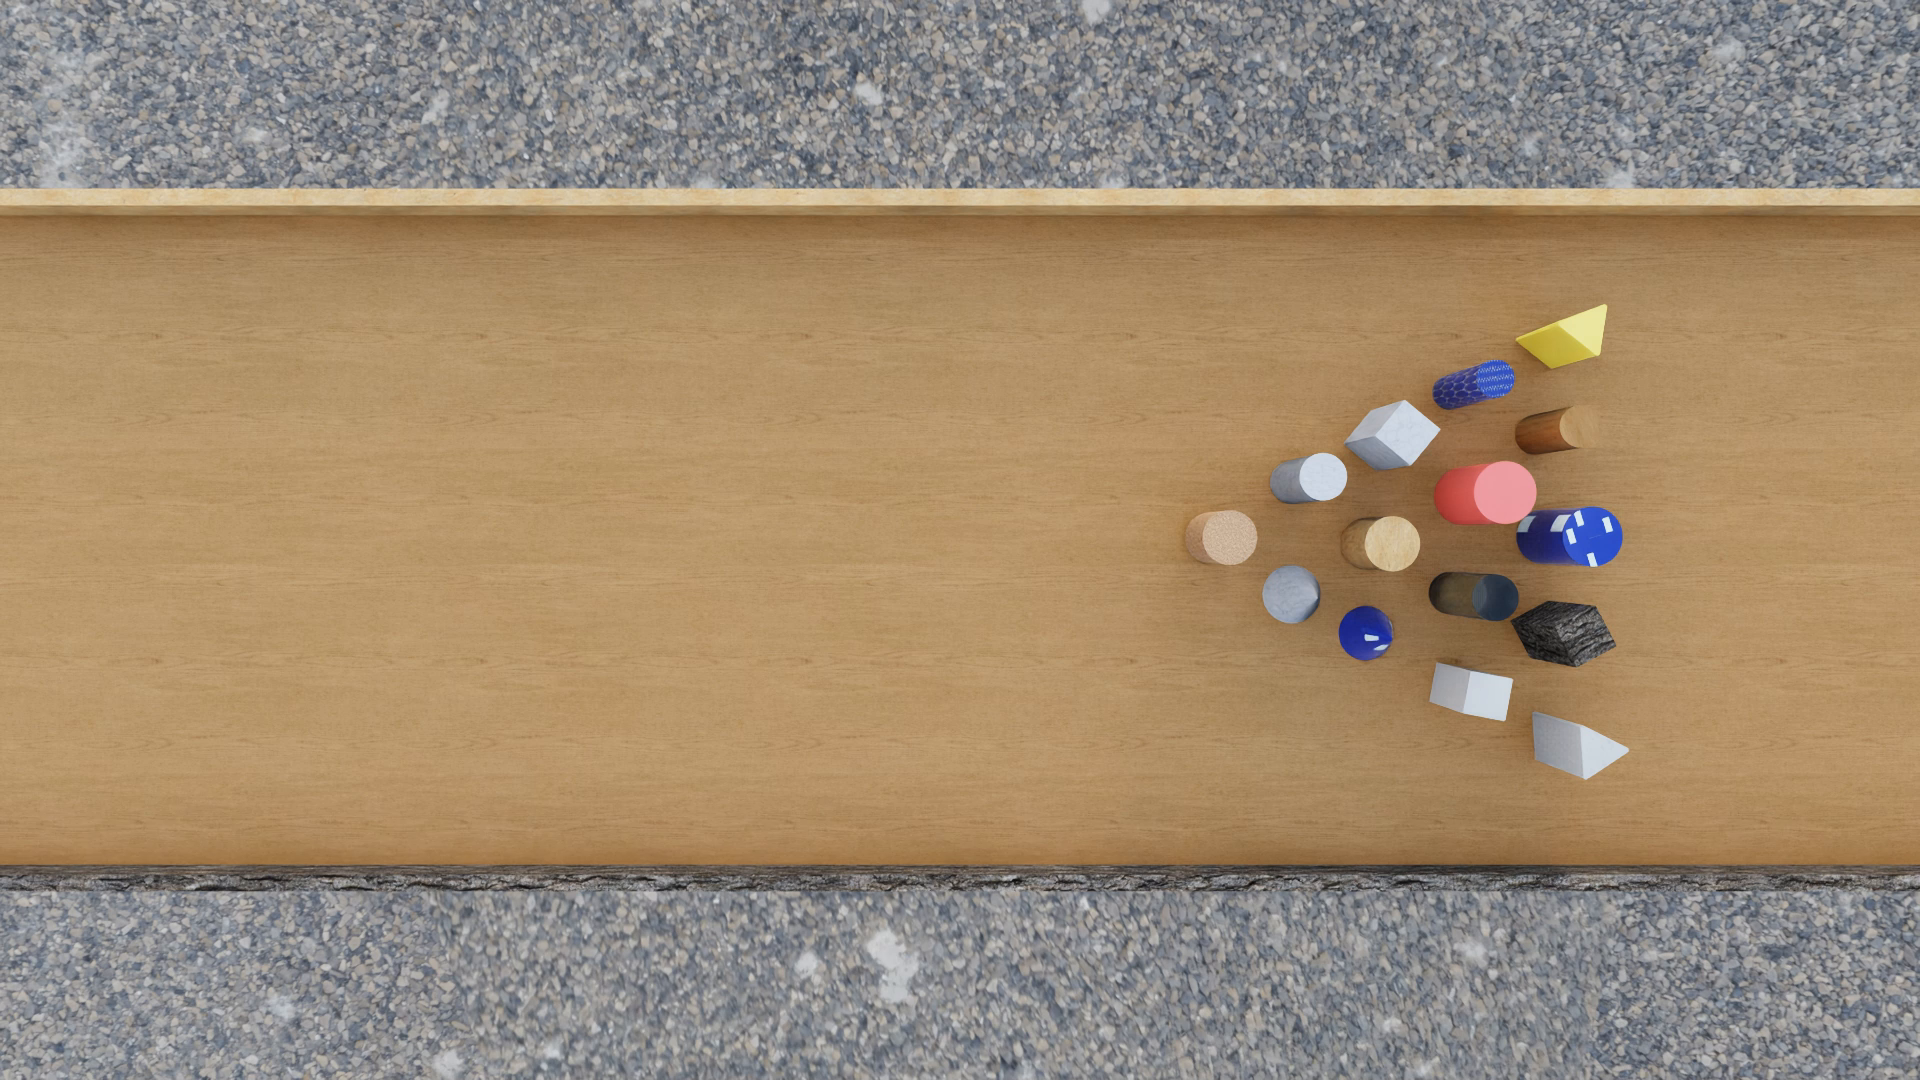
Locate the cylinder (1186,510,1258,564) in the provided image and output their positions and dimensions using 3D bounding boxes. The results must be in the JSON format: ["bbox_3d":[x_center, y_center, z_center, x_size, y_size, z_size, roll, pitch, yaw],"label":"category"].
[{"bbox_3d":[0.771,-0.007,4.892,0.157,0.369,0.157,0,90,0],"label":"cylinder"}]

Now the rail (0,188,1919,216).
[{"bbox_3d":[-2.247,-1.025,5.002,12.000,0.150,0.050,0,90,0],"label":"rail"}]

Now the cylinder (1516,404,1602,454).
[{"bbox_3d":[1.770,-0.324,4.888,0.123,0.377,0.123,0,90,0],"label":"cylinder"}]

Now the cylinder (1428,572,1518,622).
[{"bbox_3d":[1.509,0.163,4.862,0.133,0.429,0.133,0,90,0],"label":"cylinder"}]

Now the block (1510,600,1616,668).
[{"bbox_3d":[1.782,0.275,4.885,0.131,0.382,0.131,-28,90,0],"label":"block"}]

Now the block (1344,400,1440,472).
[{"bbox_3d":[1.273,-0.305,4.882,0.133,0.389,0.133,40,90,0],"label":"block"}]

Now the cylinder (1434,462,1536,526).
[{"bbox_3d":[1.548,-0.135,4.880,0.178,0.393,0.178,0,90,0],"label":"cylinder"}]

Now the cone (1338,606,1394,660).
[{"bbox_3d":[1.250,0.287,4.919,0.168,0.316,0.168,0,90,0],"label":"cone"}]

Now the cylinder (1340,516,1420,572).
[{"bbox_3d":[1.251,0.011,4.923,0.160,0.307,0.160,0,90,0],"label":"cylinder"}]

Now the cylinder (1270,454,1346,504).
[{"bbox_3d":[1.021,-0.178,4.856,0.134,0.441,0.134,0,90,0],"label":"cylinder"}]

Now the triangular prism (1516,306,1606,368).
[{"bbox_3d":[1.806,-0.622,4.894,0.146,0.365,0.126,39,90,0],"label":"triangular prism"}]

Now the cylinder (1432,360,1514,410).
[{"bbox_3d":[1.507,-0.454,4.858,0.107,0.436,0.107,0,90,0],"label":"cylinder"}]

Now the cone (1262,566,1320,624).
[{"bbox_3d":[1.021,0.167,4.894,0.179,0.365,0.179,0,90,0],"label":"cone"}]

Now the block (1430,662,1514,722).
[{"bbox_3d":[1.516,0.448,4.906,0.124,0.341,0.124,11,90,0],"label":"block"}]

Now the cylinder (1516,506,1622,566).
[{"bbox_3d":[1.797,-0.010,4.880,0.170,0.392,0.170,0,90,0],"label":"cylinder"}]

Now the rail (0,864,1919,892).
[{"bbox_3d":[-2.247,1.025,5.001,12.000,0.150,0.050,0,90,0],"label":"rail"}]

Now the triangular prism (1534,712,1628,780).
[{"bbox_3d":[1.800,0.583,4.878,0.150,0.396,0.130,-33,90,0],"label":"triangular prism"}]
